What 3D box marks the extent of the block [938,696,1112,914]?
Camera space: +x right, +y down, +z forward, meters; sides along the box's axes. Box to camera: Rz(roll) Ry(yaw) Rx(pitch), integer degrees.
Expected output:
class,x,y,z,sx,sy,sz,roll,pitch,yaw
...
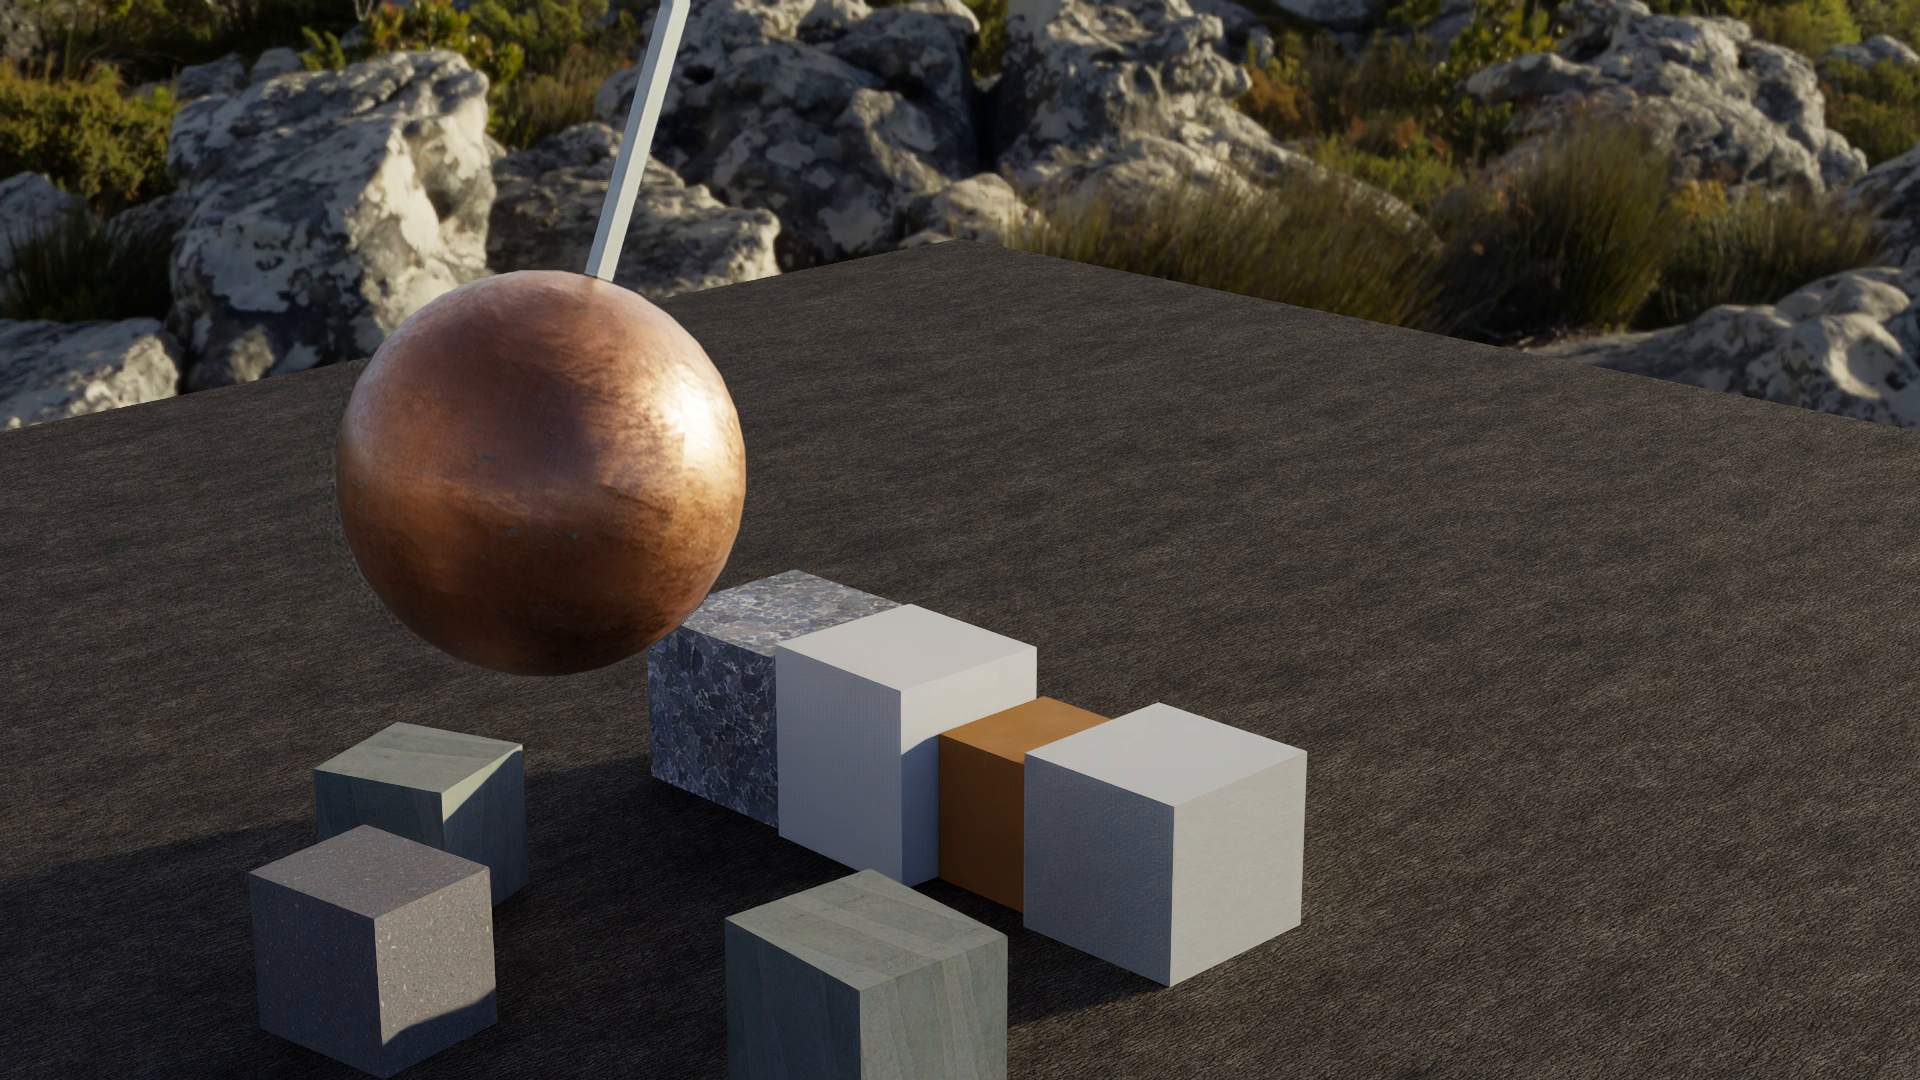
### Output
class,x,y,z,sx,sy,sz,roll,pitch,yaw
block,0.370,1.204,13.332,0.687,0.708,0.627,-17,24,-42

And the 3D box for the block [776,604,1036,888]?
class,x,y,z,sx,sy,sz,roll,pitch,yaw
block,-0.252,0.948,13.726,0.850,0.962,0.866,-16,23,-41

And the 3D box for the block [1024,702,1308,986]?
class,x,y,z,sx,sy,sz,roll,pitch,yaw
block,0.891,1.309,12.811,0.854,0.820,0.876,17,24,42

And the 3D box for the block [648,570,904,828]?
class,x,y,z,sx,sy,sz,roll,pitch,yaw
block,-0.834,0.769,14.471,0.981,0.856,1.007,-17,24,-42

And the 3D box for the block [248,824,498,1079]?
class,x,y,z,sx,sy,sz,roll,pitch,yaw
block,-2.380,1.659,11.912,0.738,0.693,0.619,13,21,35

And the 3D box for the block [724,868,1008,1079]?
class,x,y,z,sx,sy,sz,roll,pitch,yaw
block,-0.365,1.822,11.377,0.724,0.702,0.835,-14,23,-38

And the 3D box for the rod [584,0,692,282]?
class,x,y,z,sx,sy,sz,roll,pitch,yaw
rod,-0.711,-3.532,11.486,0.080,5.200,0.080,17,1,42

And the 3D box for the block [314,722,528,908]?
class,x,y,z,sx,sy,sz,roll,pitch,yaw
block,-2.404,1.285,13.124,0.672,0.679,0.636,8,19,23

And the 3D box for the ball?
class,x,y,z,sx,sy,sz,roll,pitch,yaw
ball,-1.641,-0.262,11.539,1.600,1.600,1.600,0,17,0
